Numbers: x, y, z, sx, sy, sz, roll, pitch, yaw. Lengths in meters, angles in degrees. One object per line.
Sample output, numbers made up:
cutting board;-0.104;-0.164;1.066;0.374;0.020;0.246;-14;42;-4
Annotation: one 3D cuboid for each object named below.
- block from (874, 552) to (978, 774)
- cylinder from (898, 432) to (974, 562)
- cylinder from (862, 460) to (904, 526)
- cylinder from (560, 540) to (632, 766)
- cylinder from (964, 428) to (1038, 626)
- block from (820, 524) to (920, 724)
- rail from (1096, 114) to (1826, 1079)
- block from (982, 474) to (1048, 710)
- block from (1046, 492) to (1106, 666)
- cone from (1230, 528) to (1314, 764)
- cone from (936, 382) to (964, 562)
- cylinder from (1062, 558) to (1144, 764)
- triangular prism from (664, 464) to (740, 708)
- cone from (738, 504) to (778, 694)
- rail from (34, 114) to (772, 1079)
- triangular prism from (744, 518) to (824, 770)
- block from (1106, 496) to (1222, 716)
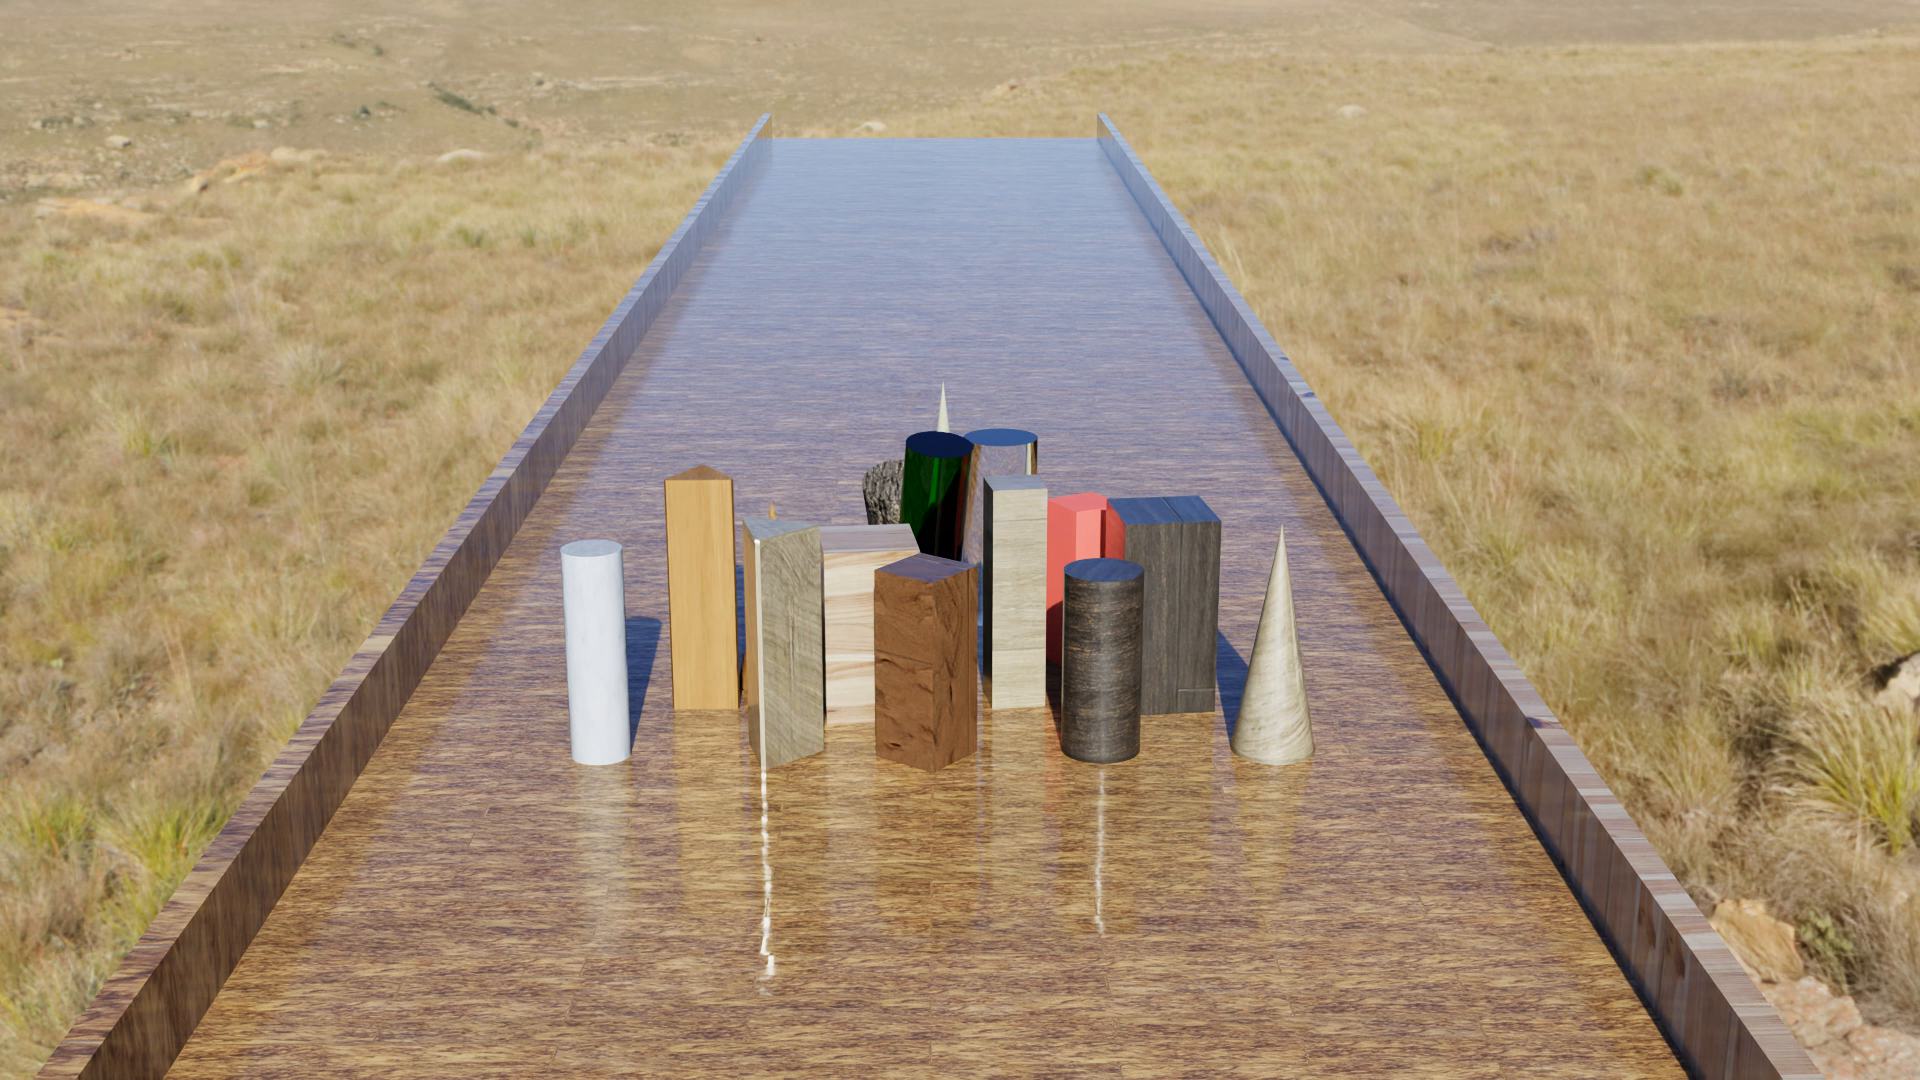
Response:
block;-0.059;0.216;3.890;0.129;0.349;0.129;12;21;36
cylinder;-0.059;0.020;4.338;0.131;0.453;0.131;5;25;-2
cylinder;-0.109;0.018;4.500;0.139;0.353;0.139;-5;38;4
cylinder;-0.642;0.199;3.885;0.107;0.384;0.107;0;17;0
cylinder;0.084;-0.025;4.623;0.155;0.393;0.155;0;17;0
block;-0.171;0.156;4.121;0.175;0.332;0.175;-2;17;-7
rail;0.932;-0.844;7.801;0.050;0.150;12.000;0;17;-1
block;0.103;0.098;4.148;0.102;0.427;0.102;-3;17;-9
block;0.244;0.084;4.365;0.110;0.331;0.110;-10;19;-29
cone;0.563;0.173;3.903;0.152;0.423;0.152;0;17;0
cone;-0.037;-0.129;4.855;0.117;0.459;0.117;0;17;0
cylinder;0.253;0.214;3.913;0.142;0.338;0.142;0;17;0
triangular prism;-0.481;0.088;4.145;0.125;0.447;0.108;-1;17;-2
cone;-0.354;0.099;4.230;0.164;0.371;0.164;-1;19;0
rail;-1.118;-0.838;7.780;0.050;0.150;12.000;0;17;-1
triangular prism;-0.338;0.176;3.894;0.141;0.423;0.122;-16;23;-42
block;0.379;0.123;4.160;0.179;0.373;0.179;-2;17;-7
